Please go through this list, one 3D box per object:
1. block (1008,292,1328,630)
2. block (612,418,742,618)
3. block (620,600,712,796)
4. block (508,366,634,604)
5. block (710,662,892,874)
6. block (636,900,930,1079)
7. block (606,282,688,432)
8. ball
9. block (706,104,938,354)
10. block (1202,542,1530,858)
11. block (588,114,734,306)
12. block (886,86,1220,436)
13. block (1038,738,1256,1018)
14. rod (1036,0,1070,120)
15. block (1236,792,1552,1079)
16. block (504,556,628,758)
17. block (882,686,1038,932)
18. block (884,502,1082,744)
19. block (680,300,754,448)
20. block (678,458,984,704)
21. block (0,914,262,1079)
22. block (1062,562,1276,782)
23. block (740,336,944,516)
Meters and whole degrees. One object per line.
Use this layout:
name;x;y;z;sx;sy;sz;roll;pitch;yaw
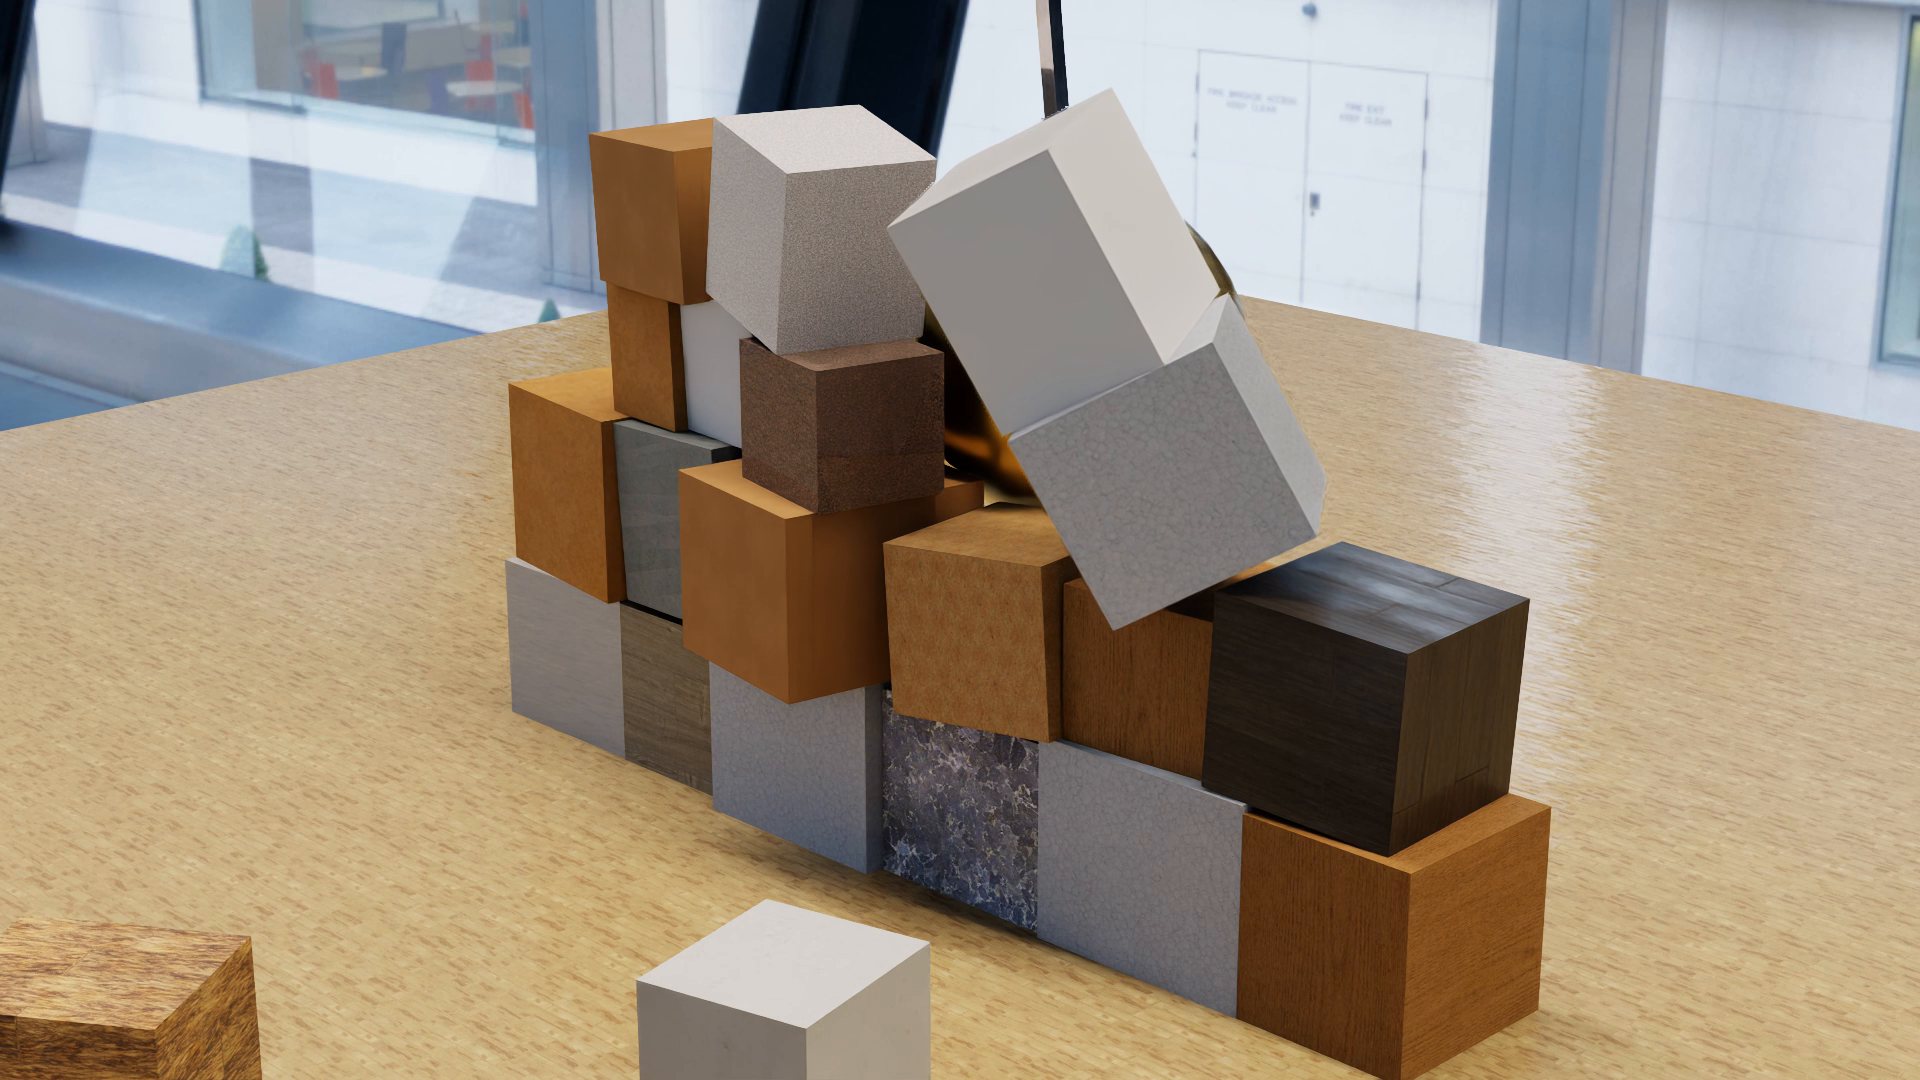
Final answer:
block;0.856;-0.324;11.869;0.912;0.884;0.760;-26;13;18
block;-1.032;-0.148;14.290;0.910;0.893;0.911;-13;17;-34
block;-1.103;0.705;14.711;0.864;0.833;0.800;-17;24;-42
block;-1.647;-0.326;15.018;0.943;0.934;0.947;-13;21;-35
block;-0.416;0.857;14.067;1.118;0.929;1.086;-17;24;-42
block;-0.639;1.929;10.839;0.740;0.820;0.818;10;20;30
block;-1.265;-0.957;14.302;0.669;0.669;0.611;-12;19;-33
ball;0.540;-0.859;13.638;1.600;1.600;1.600;0;17;0
block;-0.632;-1.398;13.101;0.724;0.836;0.772;-9;30;-27
block;1.632;0.620;11.836;0.913;0.853;0.877;19;25;38
block;-1.180;-1.587;13.959;0.817;0.711;0.861;-13;19;-31
block;0.393;-1.128;11.814;0.764;0.953;0.891;-23;14;28
block;1.078;1.299;12.635;1.117;0.946;0.978;16;24;42
rod;0.234;-3.984;12.335;0.080;5.200;0.080;17;31;42
block;1.768;1.525;11.976;0.833;0.909;0.945;17;24;42
block;-1.736;0.516;15.298;0.823;0.842;0.946;-17;24;-42
block;0.319;1.102;13.361;0.911;0.885;0.988;-17;24;-42
block;0.277;0.343;12.897;0.854;0.776;0.831;8;18;37
block;-0.840;-0.840;13.794;0.672;0.667;0.701;-12;18;-31
block;-0.590;0.113;13.458;1.054;0.857;0.932;-12;21;-33
block;-3.157;1.955;10.722;0.918;0.841;0.775;4;18;11
block;0.985;0.503;12.429;0.782;0.696;0.782;14;22;38
block;-0.528;-0.554;13.081;0.644;0.643;0.703;-11;20;-30
